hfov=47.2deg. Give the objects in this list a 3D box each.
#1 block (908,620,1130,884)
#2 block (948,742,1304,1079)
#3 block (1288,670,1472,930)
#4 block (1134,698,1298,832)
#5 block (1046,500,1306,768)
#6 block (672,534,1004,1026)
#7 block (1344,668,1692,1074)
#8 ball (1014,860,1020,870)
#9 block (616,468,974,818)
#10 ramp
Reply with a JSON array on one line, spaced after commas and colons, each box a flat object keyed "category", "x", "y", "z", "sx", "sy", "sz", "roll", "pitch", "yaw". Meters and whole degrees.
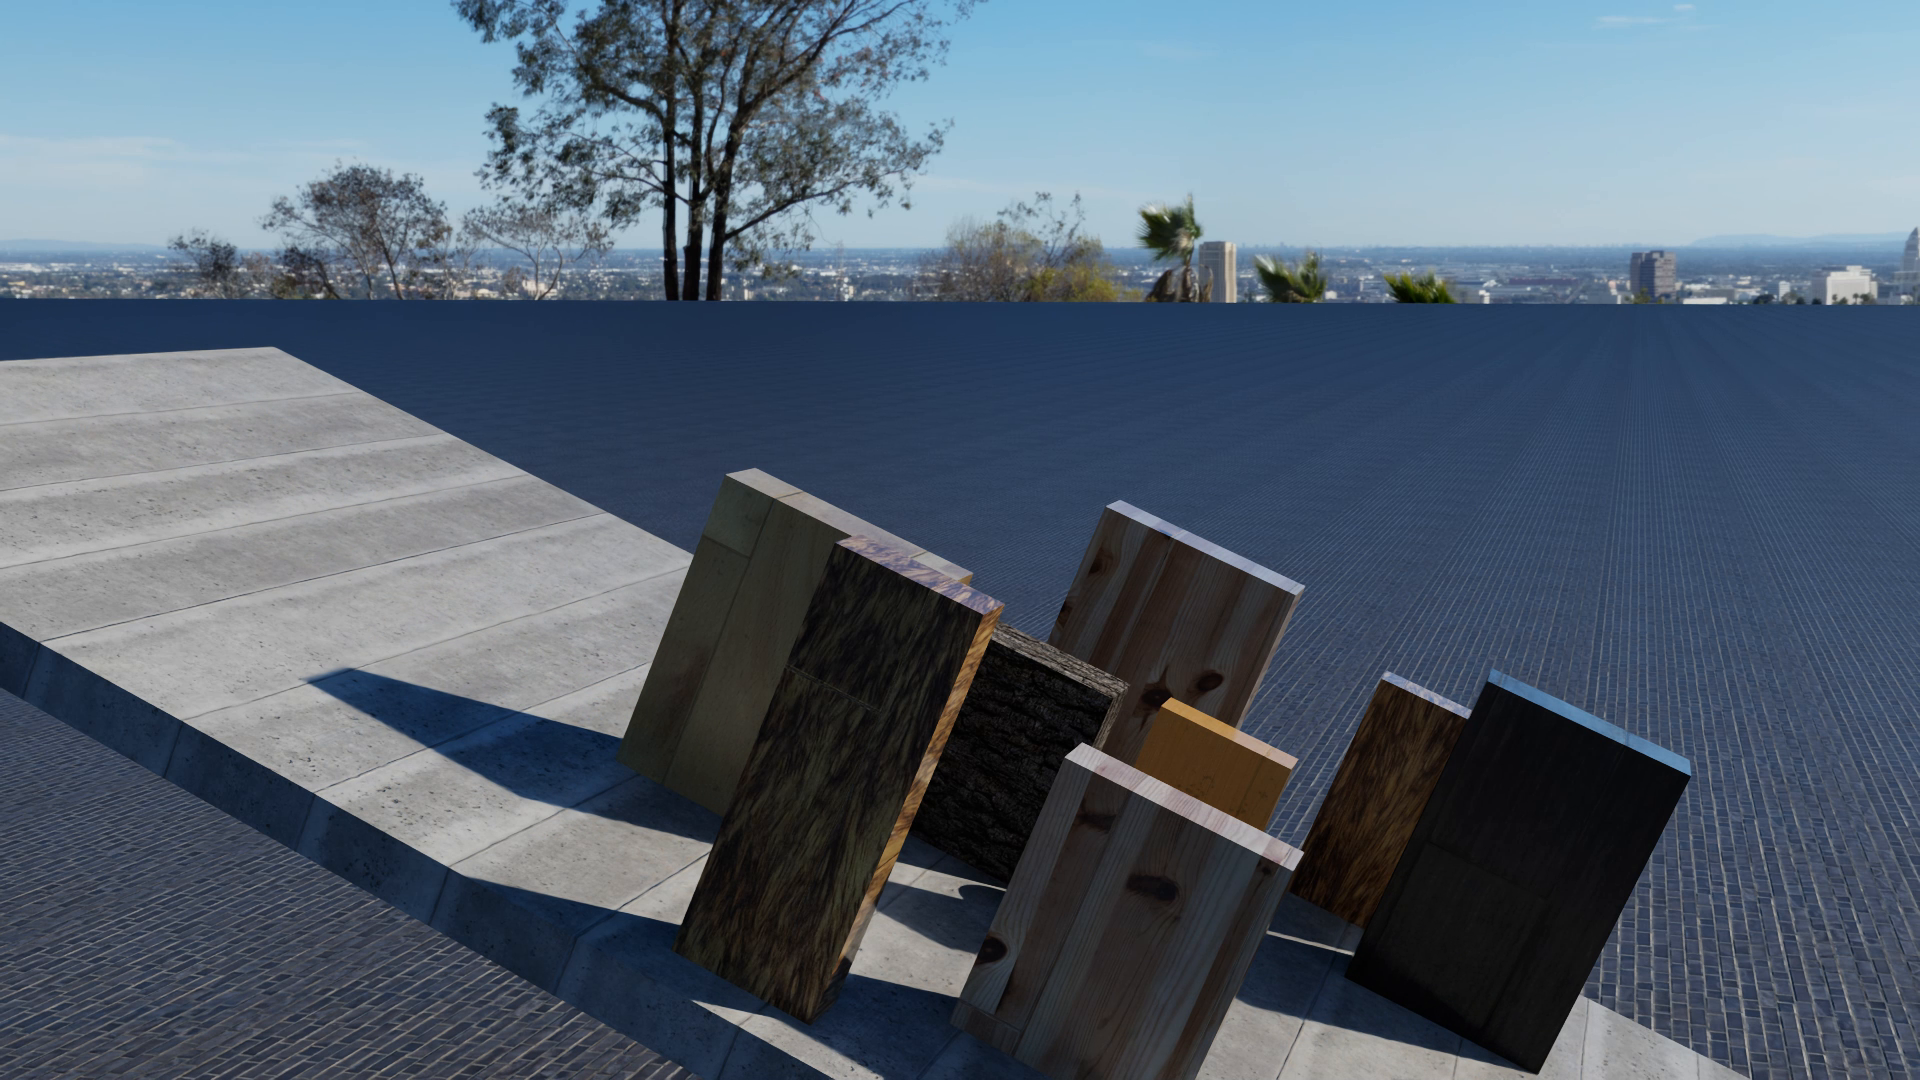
[{"category": "block", "x": 0.049, "y": 0.381, "z": 4.142, "sx": 0.393, "sy": 0.411, "sz": 0.145, "roll": 26, "pitch": 13, "yaw": 13}, {"category": "block", "x": 0.254, "y": 0.616, "z": 3.400, "sx": 0.380, "sy": 0.473, "sz": 0.112, "roll": 26, "pitch": 13, "yaw": 13}, {"category": "block", "x": 0.983, "y": 0.599, "z": 4.621, "sx": 0.427, "sy": 0.504, "sz": 0.100, "roll": 26, "pitch": 13, "yaw": 13}, {"category": "block", "x": 0.384, "y": 0.548, "z": 3.894, "sx": 0.248, "sy": 0.471, "sz": 0.084, "roll": 26, "pitch": 13, "yaw": 13}, {"category": "block", "x": 0.374, "y": 0.301, "z": 4.492, "sx": 0.418, "sy": 0.641, "sz": 0.131, "roll": 26, "pitch": 13, "yaw": 13}, {"category": "block", "x": -0.184, "y": 0.355, "z": 3.253, "sx": 0.242, "sy": 0.681, "sz": 0.109, "roll": 26, "pitch": 13, "yaw": 13}, {"category": "block", "x": 1.077, "y": 0.640, "z": 4.270, "sx": 0.406, "sy": 0.657, "sz": 0.143, "roll": 26, "pitch": 13, "yaw": 13}, {"category": "ball", "x": 0.160, "y": 0.621, "z": 3.994, "sx": 0.129, "sy": 0.129, "sz": 0.129, "roll": 0, "pitch": 7, "yaw": 0}, {"category": "block", "x": -0.295, "y": 0.225, "z": 3.861, "sx": 0.441, "sy": 0.560, "sz": 0.135, "roll": 26, "pitch": 13, "yaw": 13}, {"category": "ramp", "x": -0.293, "y": 0.511, "z": 4.186, "sx": 4.000, "sy": 0.100, "sz": 2.000, "roll": 26, "pitch": 13, "yaw": 13}]
